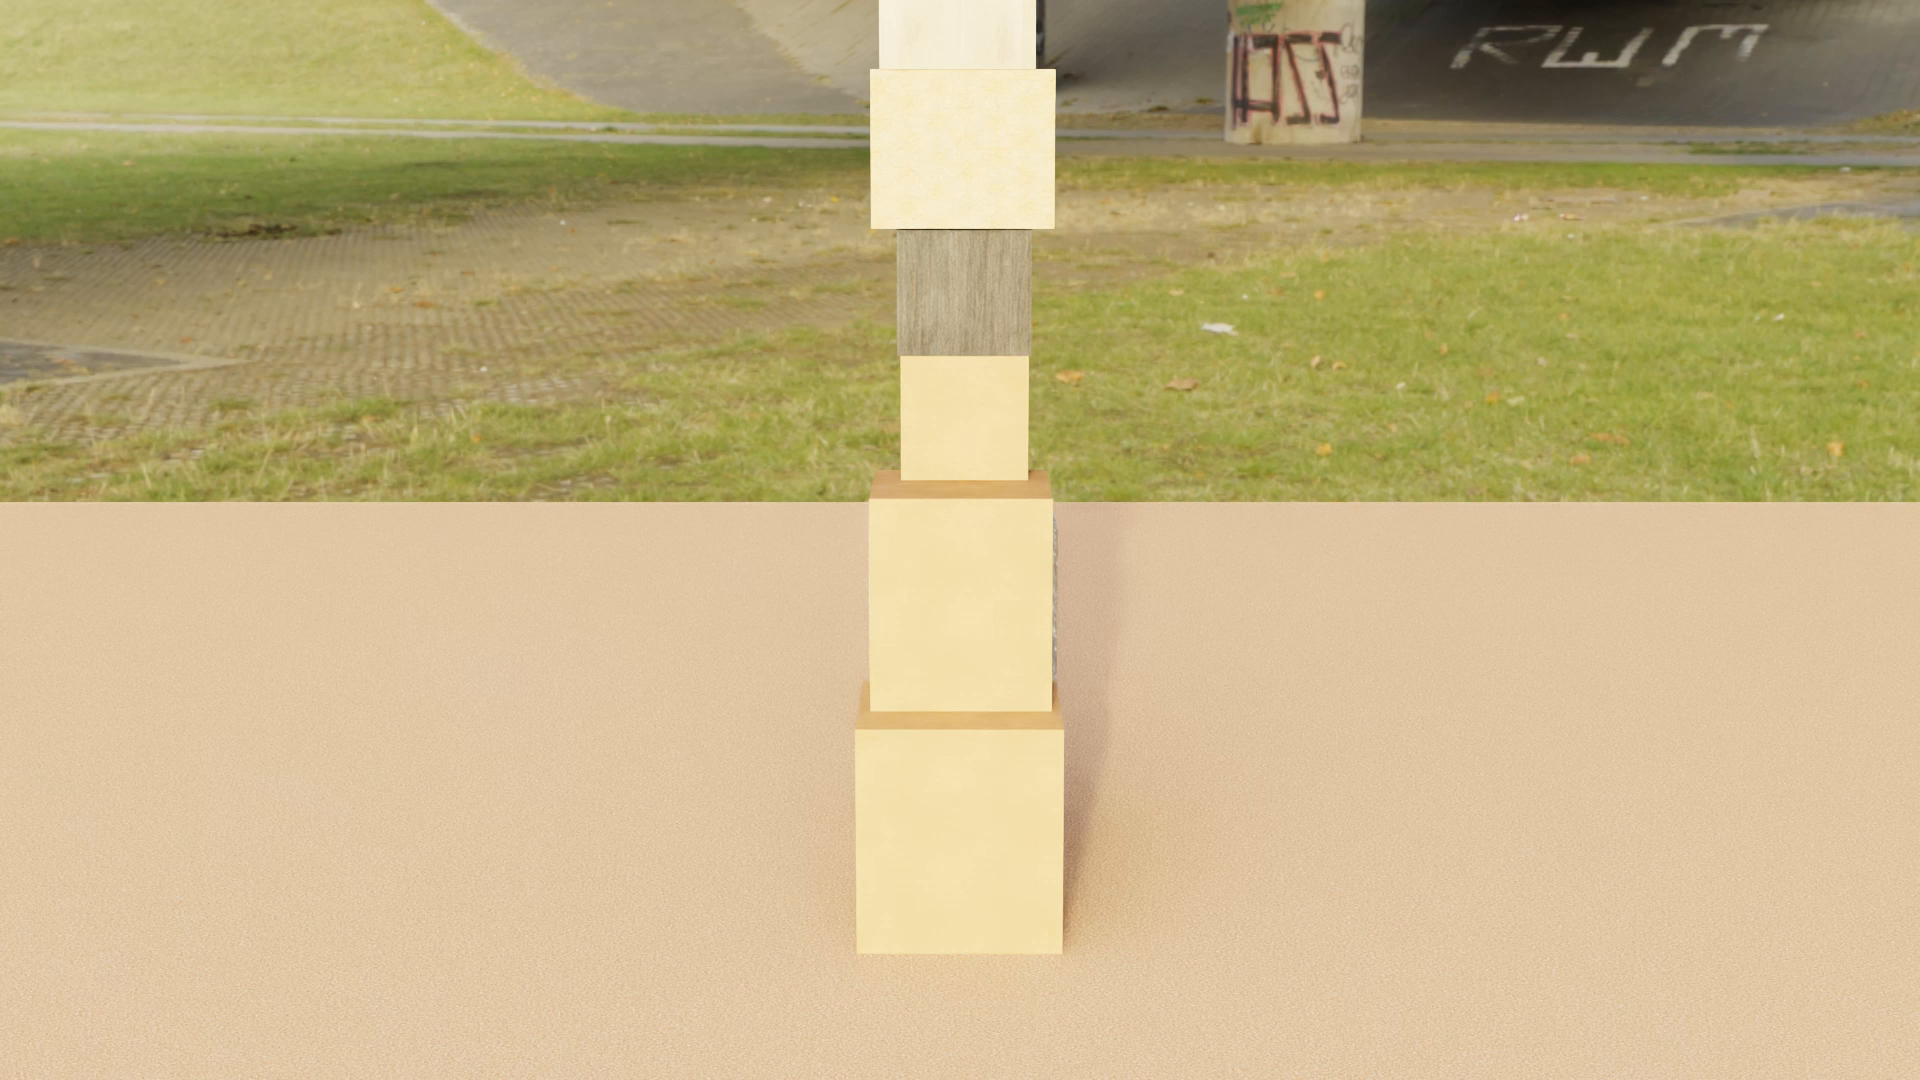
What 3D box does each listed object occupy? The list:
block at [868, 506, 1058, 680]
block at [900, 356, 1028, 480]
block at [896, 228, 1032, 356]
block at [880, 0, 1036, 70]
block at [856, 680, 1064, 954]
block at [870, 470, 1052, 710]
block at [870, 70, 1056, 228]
[{"bbox_3d":[0.014,0.307,11.637,0.823,0.877,0.802,0,11,0],"label":"block"},{"bbox_3d":[0.019,-0.565,11.081,0.535,0.526,0.604,0,10,0],"label":"block"},{"bbox_3d":[0.018,-1.086,10.988,0.560,0.533,0.618,0,10,0],"label":"block"},{"bbox_3d":[-0.010,-2.328,10.765,0.638,0.698,0.710,0,10,0],"label":"block"},{"bbox_3d":[-0.001,1.139,10.695,0.831,0.933,0.833,0,10,0],"label":"block"},{"bbox_3d":[0.004,0.198,10.805,0.741,0.878,0.787,0,10,0],"label":"block"},{"bbox_3d":[0.012,-1.666,10.884,0.756,0.647,0.694,0,10,0],"label":"block"}]
